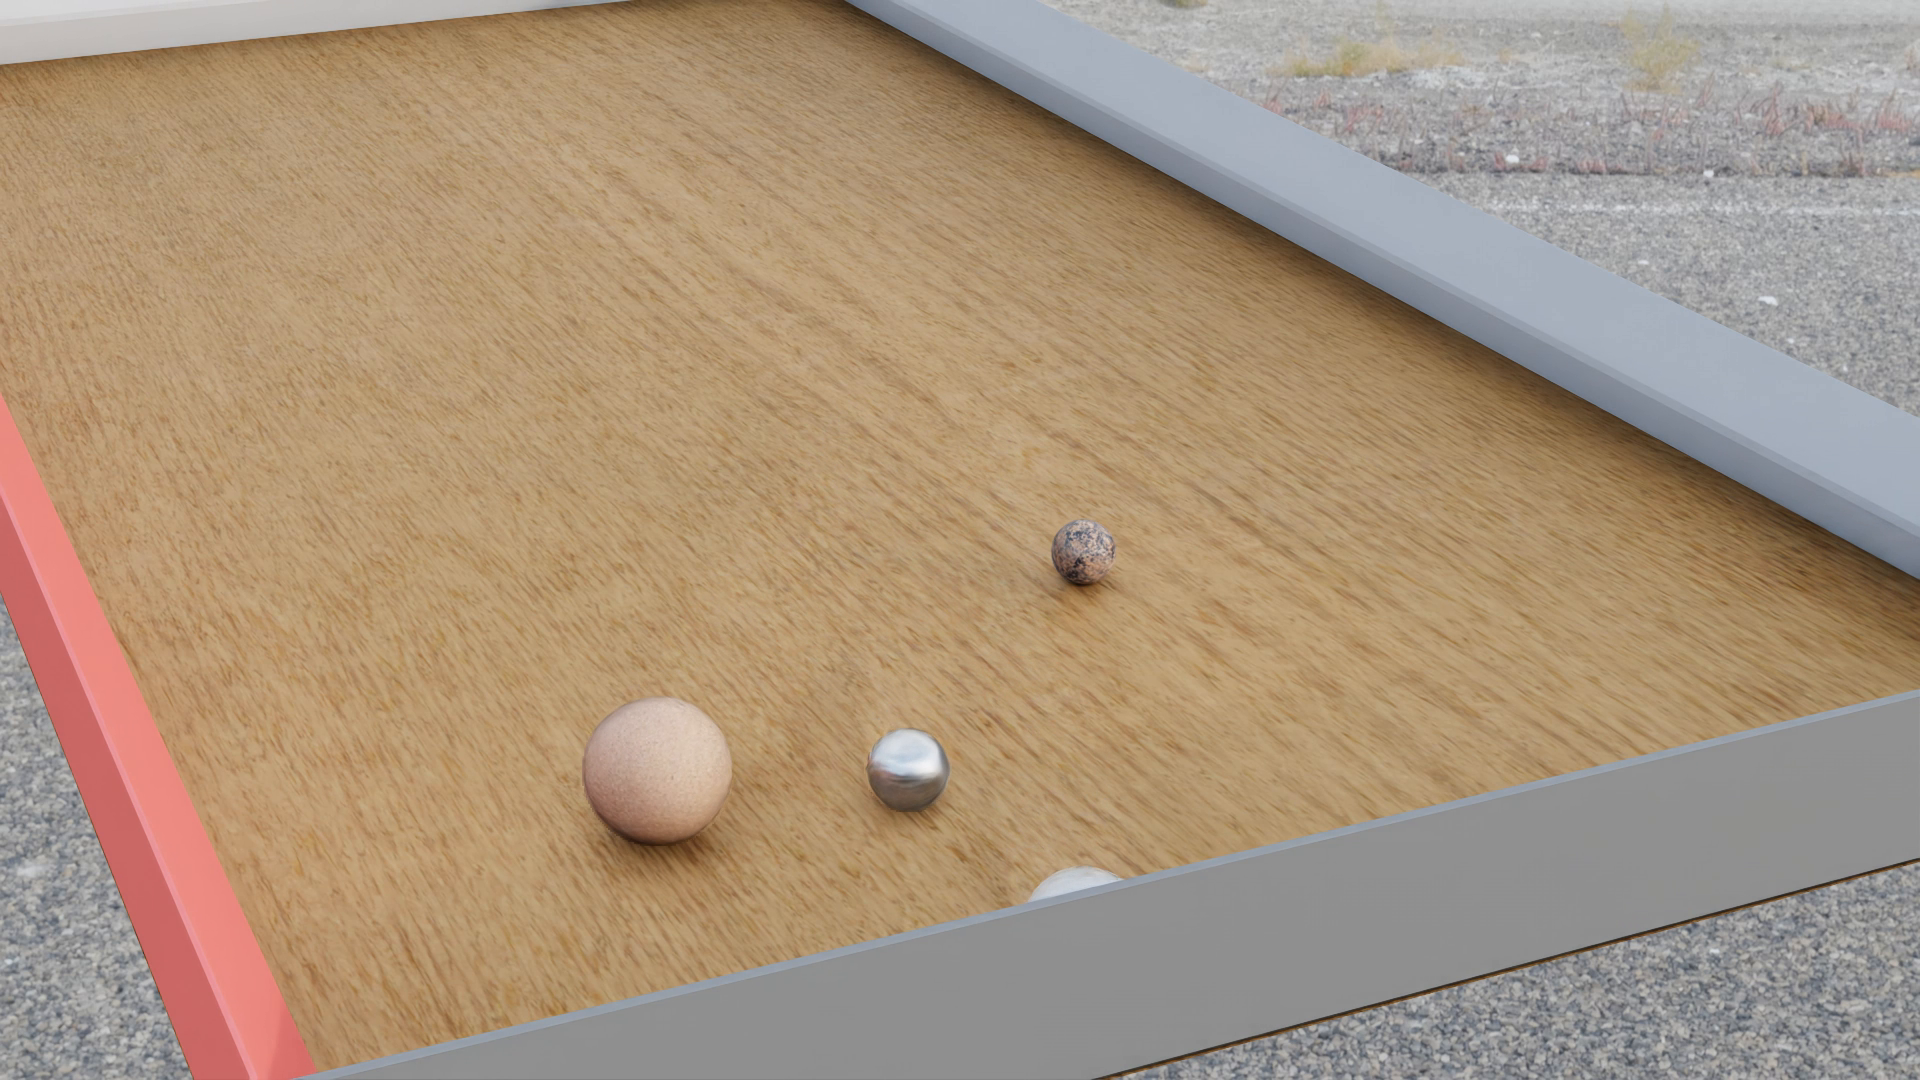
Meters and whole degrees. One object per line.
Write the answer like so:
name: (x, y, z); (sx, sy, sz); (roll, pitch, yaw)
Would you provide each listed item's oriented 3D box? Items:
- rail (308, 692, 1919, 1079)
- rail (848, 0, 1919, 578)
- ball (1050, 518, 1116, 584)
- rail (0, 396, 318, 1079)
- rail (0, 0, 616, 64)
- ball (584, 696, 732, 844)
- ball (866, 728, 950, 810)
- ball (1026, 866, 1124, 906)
rail: (0.261, 0.199, 1.705); (1.337, 0.122, 0.045); (-10, 26, -23)
rail: (0.314, -0.367, 3.007); (0.045, 0.122, 2.580); (-10, 26, -23)
ball: (0.094, 0.009, 2.235); (0.050, 0.050, 0.050); (0, 24, 0)
rail: (-0.856, -0.151, 2.510); (0.045, 0.122, 2.580); (-10, 26, -23)
rail: (-0.804, -0.717, 3.812); (1.337, 0.122, 0.045); (-10, 26, -23)
ball: (-0.191, 0.146, 1.865); (0.094, 0.094, 0.094); (0, 24, 0)
ball: (-0.034, 0.149, 1.909); (0.054, 0.054, 0.054); (0, 24, 0)
ball: (0.072, 0.226, 1.708); (0.073, 0.073, 0.073); (0, 24, 0)
